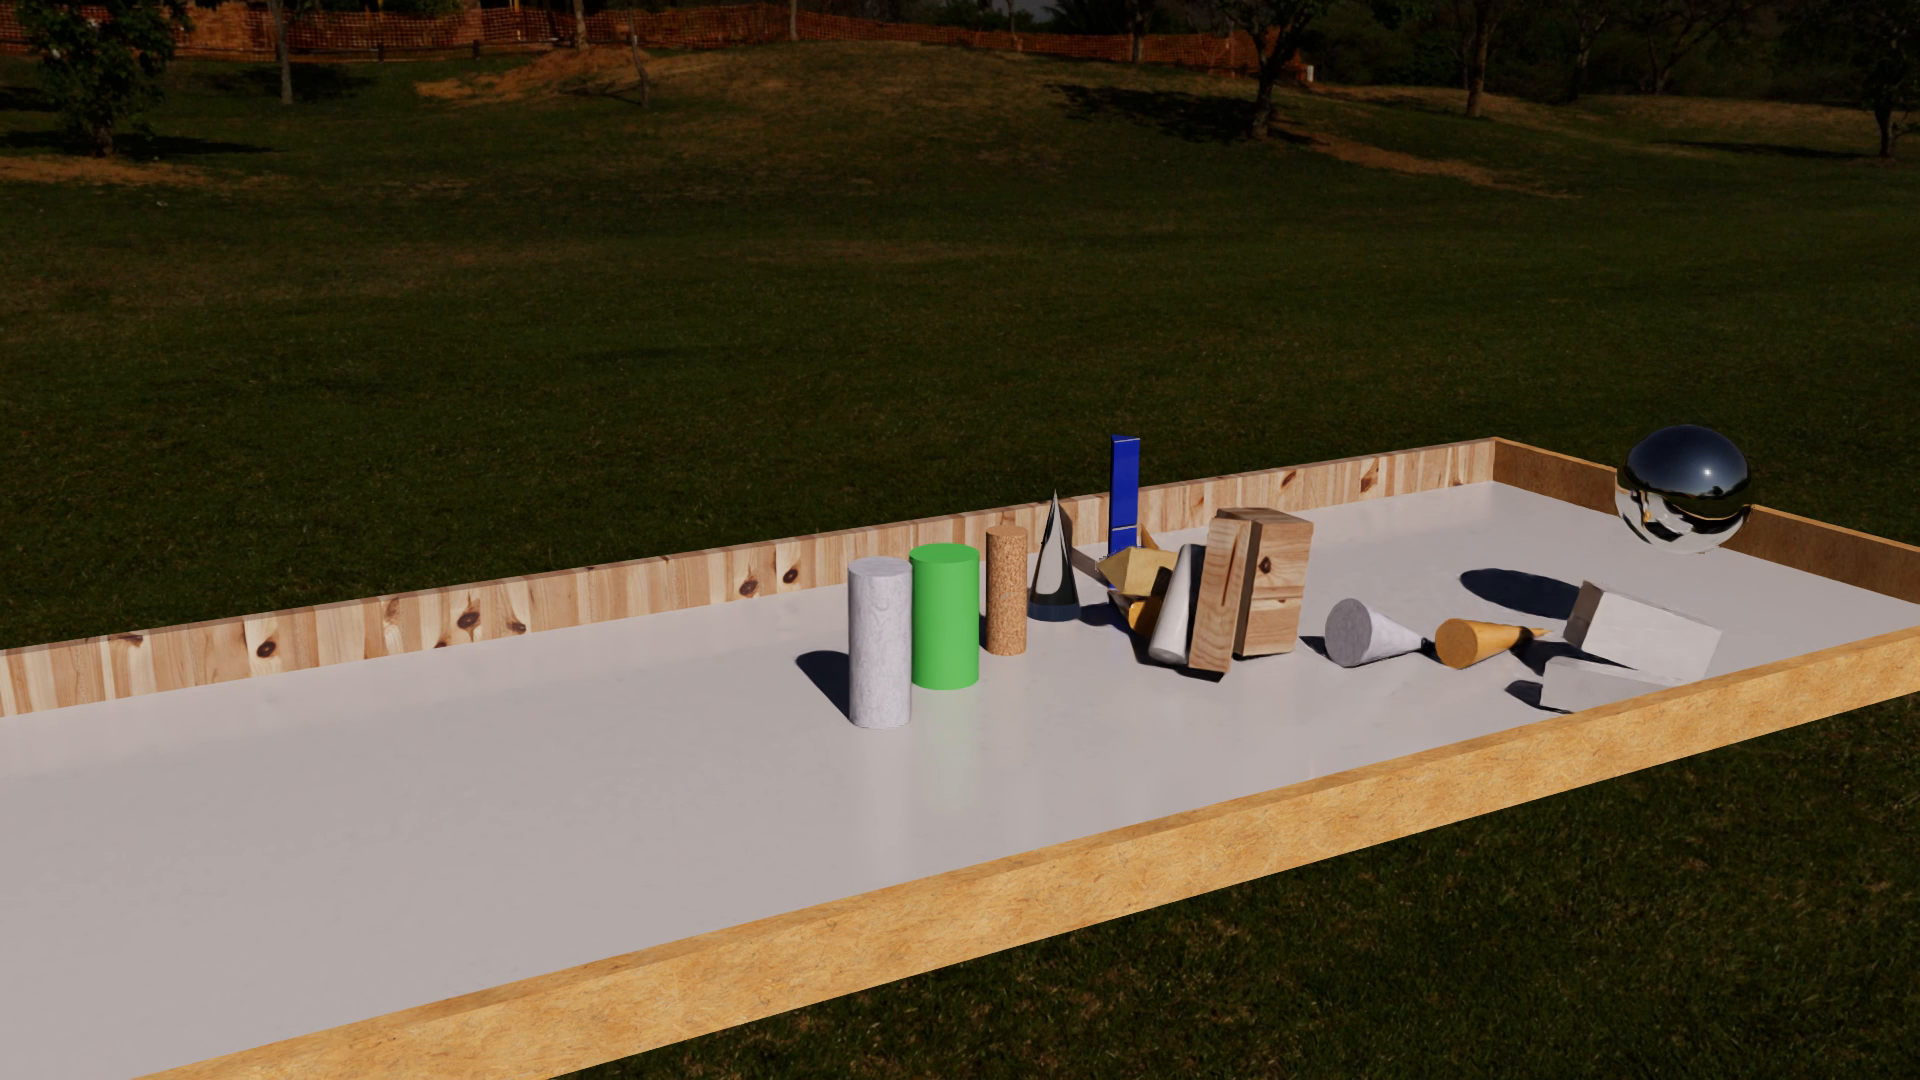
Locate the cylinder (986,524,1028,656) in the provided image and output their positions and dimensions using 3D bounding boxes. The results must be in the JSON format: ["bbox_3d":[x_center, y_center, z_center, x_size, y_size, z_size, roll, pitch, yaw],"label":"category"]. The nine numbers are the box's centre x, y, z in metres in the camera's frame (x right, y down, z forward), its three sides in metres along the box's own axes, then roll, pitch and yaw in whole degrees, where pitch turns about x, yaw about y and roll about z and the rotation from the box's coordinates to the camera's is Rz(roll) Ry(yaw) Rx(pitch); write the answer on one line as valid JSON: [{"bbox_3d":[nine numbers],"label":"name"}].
[{"bbox_3d":[0.122,0.132,4.327,0.108,0.326,0.108,0,16,0],"label":"cylinder"}]

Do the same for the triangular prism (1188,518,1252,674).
[{"bbox_3d":[0.675,0.144,4.174,0.111,0.384,0.096,6,-7,32],"label":"triangular prism"}]

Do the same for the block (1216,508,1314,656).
[{"bbox_3d":[0.778,0.106,4.337,0.178,0.350,0.178,-2,15,-32],"label":"block"}]

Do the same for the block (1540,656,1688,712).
[{"bbox_3d":[1.551,0.362,3.913,0.304,0.105,0.105,10,12,31],"label":"block"}]

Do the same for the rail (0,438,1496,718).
[{"bbox_3d":[-3.305,0.497,3.399,12.000,0.150,0.050,-9,18,-27],"label":"rail"}]

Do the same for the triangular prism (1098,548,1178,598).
[{"bbox_3d":[0.579,0.080,4.508,0.417,0.109,0.126,6,34,-41],"label":"triangular prism"}]

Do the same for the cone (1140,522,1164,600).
[{"bbox_3d":[0.558,0.047,4.788,0.118,0.118,0.328,-2,38,-7],"label":"cone"}]

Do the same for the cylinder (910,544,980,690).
[{"bbox_3d":[-0.039,0.190,4.124,0.174,0.329,0.174,0,16,0],"label":"cylinder"}]

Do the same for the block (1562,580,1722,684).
[{"bbox_3d":[1.690,0.234,4.098,0.302,0.156,0.156,19,9,1],"label":"block"}]

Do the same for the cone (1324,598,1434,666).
[{"bbox_3d":[1.137,0.260,4.320,0.324,0.176,0.176,9,11,-29],"label":"cone"}]

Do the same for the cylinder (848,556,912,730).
[{"bbox_3d":[-0.187,0.241,3.858,0.149,0.378,0.149,1,18,0],"label":"cylinder"}]

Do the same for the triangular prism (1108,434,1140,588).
[{"bbox_3d":[0.463,-0.086,4.860,0.091,0.445,0.079,-9,18,-27],"label":"triangular prism"}]

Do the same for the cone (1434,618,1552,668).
[{"bbox_3d":[1.447,0.256,4.369,0.455,0.129,0.129,-3,15,-39],"label":"cone"}]

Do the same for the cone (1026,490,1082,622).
[{"bbox_3d":[0.263,0.031,4.605,0.161,0.362,0.161,0,16,0],"label":"cone"}]

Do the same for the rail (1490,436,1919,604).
[{"bbox_3d":[2.466,-0.048,5.253,0.050,0.150,2.100,-9,18,-27],"label":"rail"}]

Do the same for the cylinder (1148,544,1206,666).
[{"bbox_3d":[0.579,0.168,4.264,0.105,0.303,0.105,18,-22,7],"label":"cylinder"}]

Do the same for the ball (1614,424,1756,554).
[{"bbox_3d":[1.869,-0.132,4.261,0.334,0.334,0.334,0,16,0],"label":"ball"}]

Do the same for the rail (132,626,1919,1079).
[{"bbox_3d":[-2.336,1.006,1.665,12.000,0.150,0.050,-9,18,-27],"label":"rail"}]

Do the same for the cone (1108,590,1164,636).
[{"bbox_3d":[0.470,0.175,4.662,0.113,0.113,0.417,-3,9,-11],"label":"cone"}]
